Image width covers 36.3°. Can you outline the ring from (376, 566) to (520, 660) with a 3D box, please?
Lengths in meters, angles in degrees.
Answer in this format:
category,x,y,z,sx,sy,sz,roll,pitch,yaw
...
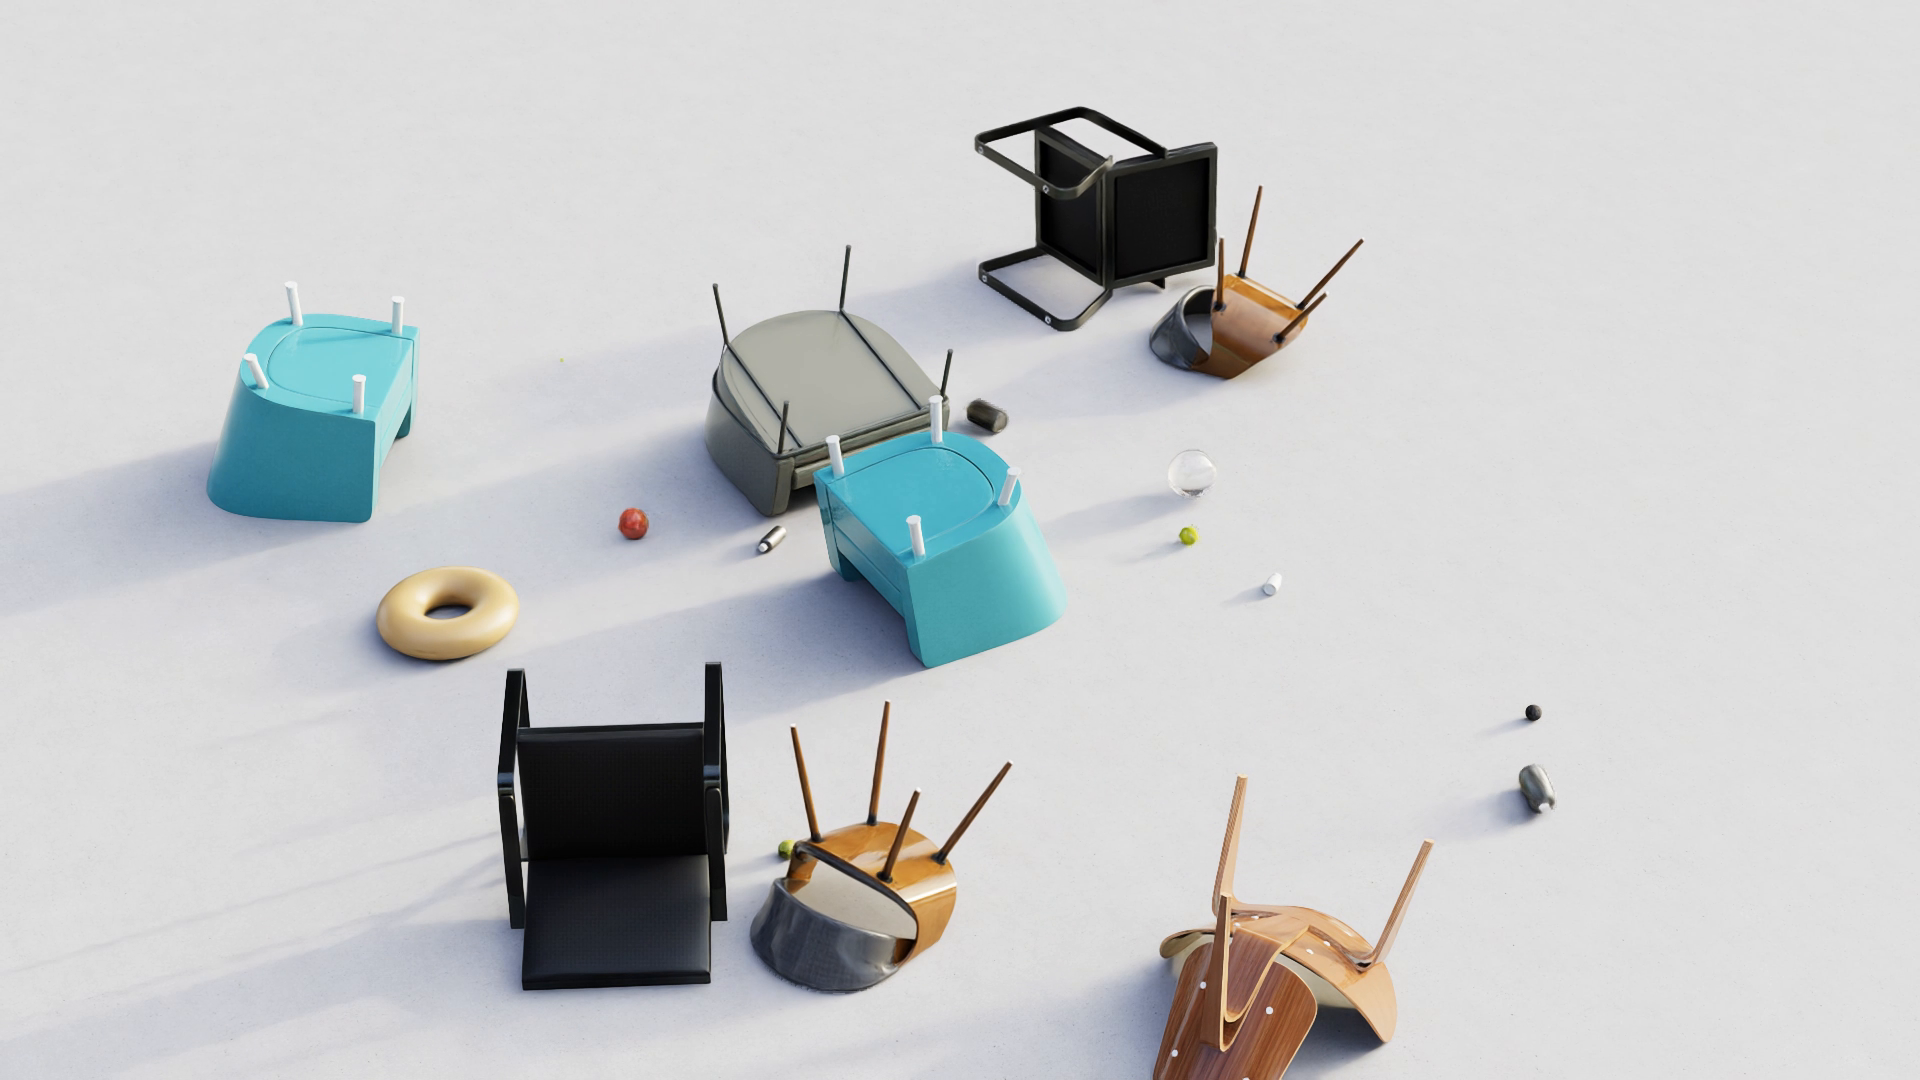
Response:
category,x,y,z,sx,sy,sz,roll,pitch,yaw
ring,-1.824,0.256,10.445,0.506,0.125,0.522,4,33,8

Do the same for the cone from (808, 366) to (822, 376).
category,x,y,z,sx,sy,sz,roll,pitch,yaw
cone,-0.601,-0.694,11.977,0.062,0.047,0.063,-16,16,-22

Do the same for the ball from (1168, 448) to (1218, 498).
category,x,y,z,sx,sy,sz,roll,pitch,yaw
ball,0.884,-0.252,11.156,0.188,0.188,0.188,0,33,0

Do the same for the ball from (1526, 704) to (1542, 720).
category,x,y,z,sx,sy,sz,roll,pitch,yaw
ball,1.956,0.588,10.000,0.057,0.057,0.057,0,33,0

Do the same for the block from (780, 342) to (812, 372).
category,x,y,z,sx,sy,sz,roll,pitch,yaw
block,-0.673,-0.751,12.021,0.111,0.069,0.094,-9,35,-14

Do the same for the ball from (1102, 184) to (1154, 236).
category,x,y,z,sx,sy,sz,roll,pitch,yaw
ball,0.739,-1.454,12.943,0.229,0.229,0.229,0,33,0
